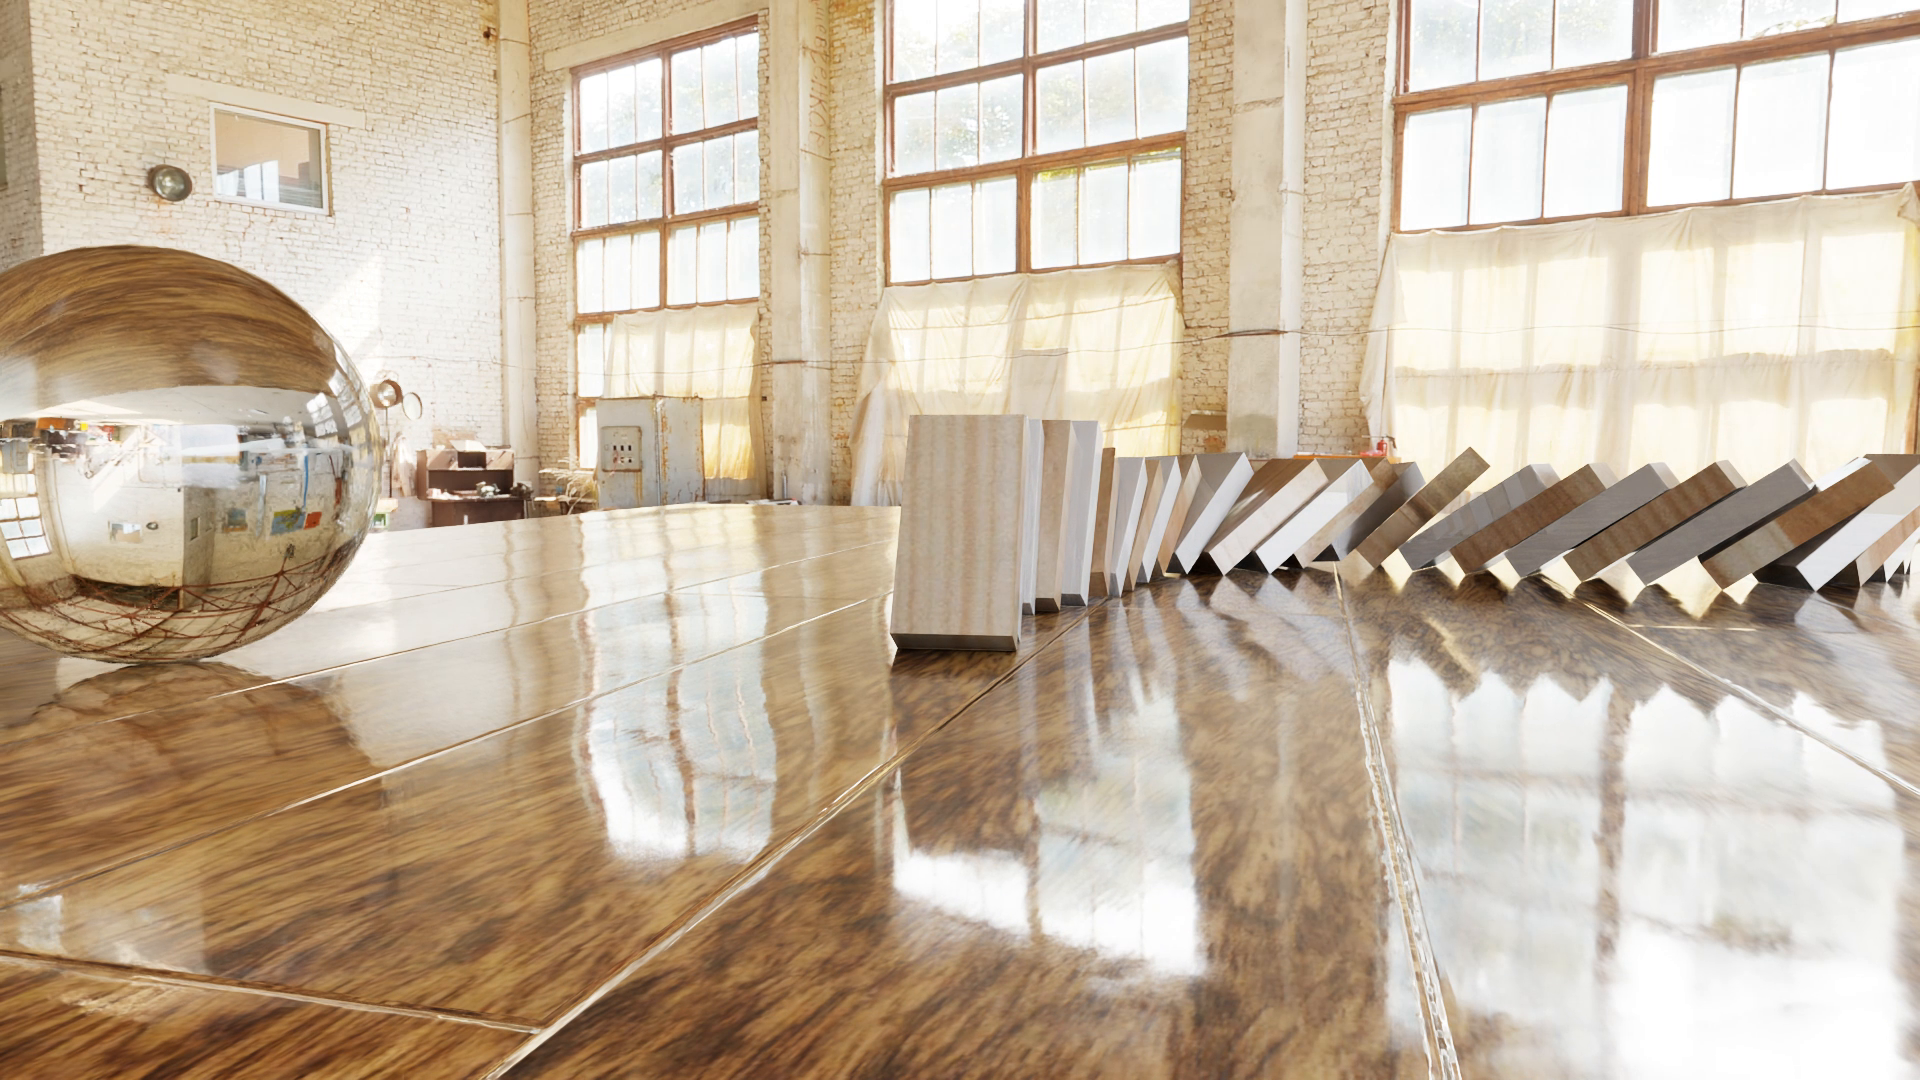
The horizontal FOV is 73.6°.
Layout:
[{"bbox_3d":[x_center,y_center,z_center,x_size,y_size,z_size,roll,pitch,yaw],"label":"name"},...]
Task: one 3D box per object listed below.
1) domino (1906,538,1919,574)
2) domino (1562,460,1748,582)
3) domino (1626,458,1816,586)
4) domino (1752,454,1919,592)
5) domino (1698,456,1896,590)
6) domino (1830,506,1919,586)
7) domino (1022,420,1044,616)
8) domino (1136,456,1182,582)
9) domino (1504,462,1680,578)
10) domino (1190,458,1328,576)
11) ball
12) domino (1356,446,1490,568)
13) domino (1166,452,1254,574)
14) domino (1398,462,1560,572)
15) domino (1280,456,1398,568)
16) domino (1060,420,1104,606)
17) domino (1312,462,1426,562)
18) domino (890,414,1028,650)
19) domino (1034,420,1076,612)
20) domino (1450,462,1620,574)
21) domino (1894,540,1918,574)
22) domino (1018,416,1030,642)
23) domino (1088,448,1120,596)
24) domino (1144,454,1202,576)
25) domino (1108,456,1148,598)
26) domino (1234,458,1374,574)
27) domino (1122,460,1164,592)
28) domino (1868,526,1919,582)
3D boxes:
[{"bbox_3d":[0.319,0.005,0.444,0.050,0.010,0.025,-4,6,-43],"label":"domino"},{"bbox_3d":[0.212,-0.006,0.392,0.050,0.009,0.025,-42,-20,33],"label":"domino"},{"bbox_3d":[0.225,-0.005,0.381,0.050,0.009,0.025,-41,-18,33],"label":"domino"},{"bbox_3d":[0.262,-0.006,0.381,0.050,0.010,0.025,-40,5,1],"label":"domino"},{"bbox_3d":[0.242,-0.005,0.374,0.050,0.010,0.025,-39,-11,25],"label":"domino"},{"bbox_3d":[0.281,-0.006,0.401,0.050,0.009,0.025,-35,24,-19],"label":"domino"},{"bbox_3d":[0.007,-0.006,0.324,0.025,0.050,0.009,1,-23,9],"label":"domino"},{"bbox_3d":[0.052,-0.007,0.405,0.025,0.010,0.050,0,41,25],"label":"domino"},{"bbox_3d":[0.199,-0.006,0.403,0.050,0.010,0.025,-40,-21,33],"label":"domino"},{"bbox_3d":[0.097,-0.009,0.432,0.050,0.009,0.025,-39,16,-14],"label":"domino"},{"bbox_3d":[-0.155,-0.016,0.247,0.080,0.080,0.080,0,4,0],"label":"ball"},{"bbox_3d":[0.159,-0.011,0.441,0.050,0.010,0.025,-46,-13,18],"label":"domino"},{"bbox_3d":[0.076,-0.010,0.431,0.025,0.010,0.050,2,43,46],"label":"domino"},{"bbox_3d":[0.173,-0.007,0.425,0.050,0.010,0.025,-39,-20,33],"label":"domino"},{"bbox_3d":[0.126,-0.010,0.447,0.050,0.010,0.025,-40,16,-16],"label":"domino"},{"bbox_3d":[0.023,-0.008,0.344,0.025,0.050,0.010,1,-23,16],"label":"domino"},{"bbox_3d":[0.141,-0.010,0.460,0.050,0.009,0.025,-37,15,-23],"label":"domino"},{"bbox_3d":[0.000,-0.002,0.271,0.025,0.050,0.009,1,-23,8],"label":"domino"},{"bbox_3d":[0.015,-0.007,0.335,0.025,0.050,0.010,1,-23,15],"label":"domino"},{"bbox_3d":[0.186,-0.007,0.414,0.050,0.009,0.025,-40,-20,33],"label":"domino"},{"bbox_3d":[0.306,-0.008,0.429,0.025,0.010,0.050,5,38,47],"label":"domino"},{"bbox_3d":[0.002,-0.003,0.282,0.025,0.050,0.010,1,-23,8],"label":"domino"},{"bbox_3d":[0.030,-0.005,0.361,0.025,0.010,0.050,-3,44,15],"label":"domino"},{"bbox_3d":[0.060,-0.008,0.420,0.025,0.010,0.050,-1,41,29],"label":"domino"},{"bbox_3d":[0.038,-0.005,0.374,0.025,0.010,0.050,1,43,19],"label":"domino"},{"bbox_3d":[0.113,-0.009,0.435,0.050,0.010,0.025,-39,16,-13],"label":"domino"},{"bbox_3d":[0.044,-0.005,0.389,0.025,0.009,0.050,2,41,21],"label":"domino"},{"bbox_3d":[0.294,-0.006,0.413,0.050,0.010,0.025,-38,26,-25],"label":"domino"}]
